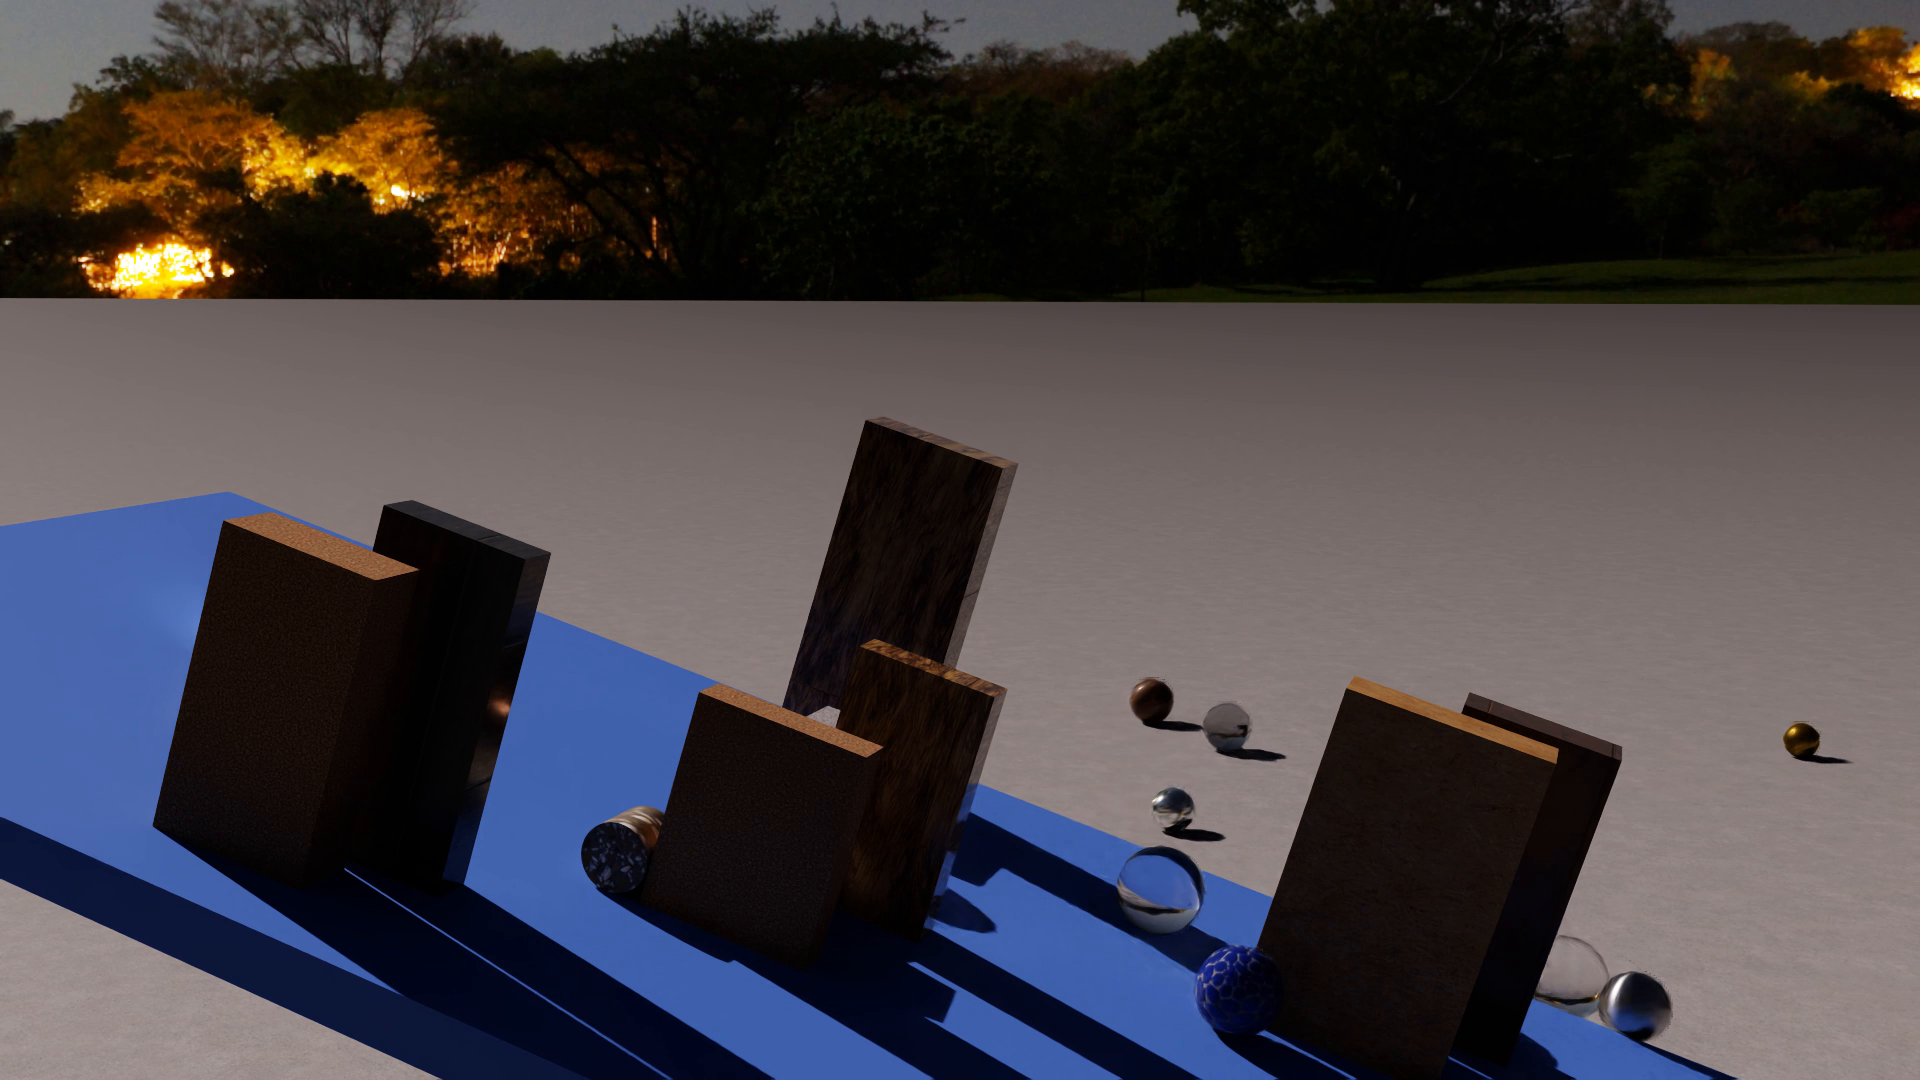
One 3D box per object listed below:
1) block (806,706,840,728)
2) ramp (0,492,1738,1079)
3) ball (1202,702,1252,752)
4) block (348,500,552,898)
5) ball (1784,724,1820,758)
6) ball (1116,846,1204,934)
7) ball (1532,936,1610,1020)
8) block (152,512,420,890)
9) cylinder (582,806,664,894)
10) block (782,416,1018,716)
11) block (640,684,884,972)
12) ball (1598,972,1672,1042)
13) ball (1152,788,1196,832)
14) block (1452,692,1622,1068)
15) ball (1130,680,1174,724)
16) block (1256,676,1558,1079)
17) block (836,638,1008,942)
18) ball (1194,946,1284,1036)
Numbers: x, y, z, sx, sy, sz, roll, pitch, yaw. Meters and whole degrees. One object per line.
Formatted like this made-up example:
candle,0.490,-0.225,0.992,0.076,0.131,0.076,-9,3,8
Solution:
block,-0.263,0.475,4.742,0.162,0.162,0.162,20,12,15
ramp,-0.363,0.694,4.230,4.000,0.100,2.000,20,12,14
ball,1.040,0.728,8.559,0.187,0.187,0.187,0,7,0
block,-0.901,0.266,3.701,0.271,0.607,0.090,20,12,14
ball,3.234,0.770,8.447,0.131,0.131,0.131,0,7,0
ball,0.412,0.719,4.514,0.181,0.181,0.181,0,7,0
ball,1.360,0.988,4.943,0.194,0.194,0.194,0,7,0
block,-1.107,0.261,3.608,0.289,0.538,0.132,20,12,14
cylinder,-0.595,0.557,3.968,0.130,0.130,0.130,2,7,17
block,-0.149,0.148,4.902,0.327,0.775,0.124,20,12,14
block,-0.352,0.503,3.874,0.324,0.407,0.089,20,12,14
ball,1.478,1.024,4.818,0.153,0.153,0.153,0,7,0
ball,0.710,0.898,7.321,0.146,0.146,0.146,0,7,0
block,1.058,0.679,4.407,0.313,0.666,0.136,20,12,14
ball,0.793,0.667,9.097,0.181,0.181,0.181,0,7,0
block,0.825,0.651,4.178,0.400,0.678,0.134,20,12,14
block,-0.119,0.470,4.133,0.274,0.498,0.087,20,12,14
ball,0.522,0.844,4.119,0.167,0.167,0.167,0,7,0
